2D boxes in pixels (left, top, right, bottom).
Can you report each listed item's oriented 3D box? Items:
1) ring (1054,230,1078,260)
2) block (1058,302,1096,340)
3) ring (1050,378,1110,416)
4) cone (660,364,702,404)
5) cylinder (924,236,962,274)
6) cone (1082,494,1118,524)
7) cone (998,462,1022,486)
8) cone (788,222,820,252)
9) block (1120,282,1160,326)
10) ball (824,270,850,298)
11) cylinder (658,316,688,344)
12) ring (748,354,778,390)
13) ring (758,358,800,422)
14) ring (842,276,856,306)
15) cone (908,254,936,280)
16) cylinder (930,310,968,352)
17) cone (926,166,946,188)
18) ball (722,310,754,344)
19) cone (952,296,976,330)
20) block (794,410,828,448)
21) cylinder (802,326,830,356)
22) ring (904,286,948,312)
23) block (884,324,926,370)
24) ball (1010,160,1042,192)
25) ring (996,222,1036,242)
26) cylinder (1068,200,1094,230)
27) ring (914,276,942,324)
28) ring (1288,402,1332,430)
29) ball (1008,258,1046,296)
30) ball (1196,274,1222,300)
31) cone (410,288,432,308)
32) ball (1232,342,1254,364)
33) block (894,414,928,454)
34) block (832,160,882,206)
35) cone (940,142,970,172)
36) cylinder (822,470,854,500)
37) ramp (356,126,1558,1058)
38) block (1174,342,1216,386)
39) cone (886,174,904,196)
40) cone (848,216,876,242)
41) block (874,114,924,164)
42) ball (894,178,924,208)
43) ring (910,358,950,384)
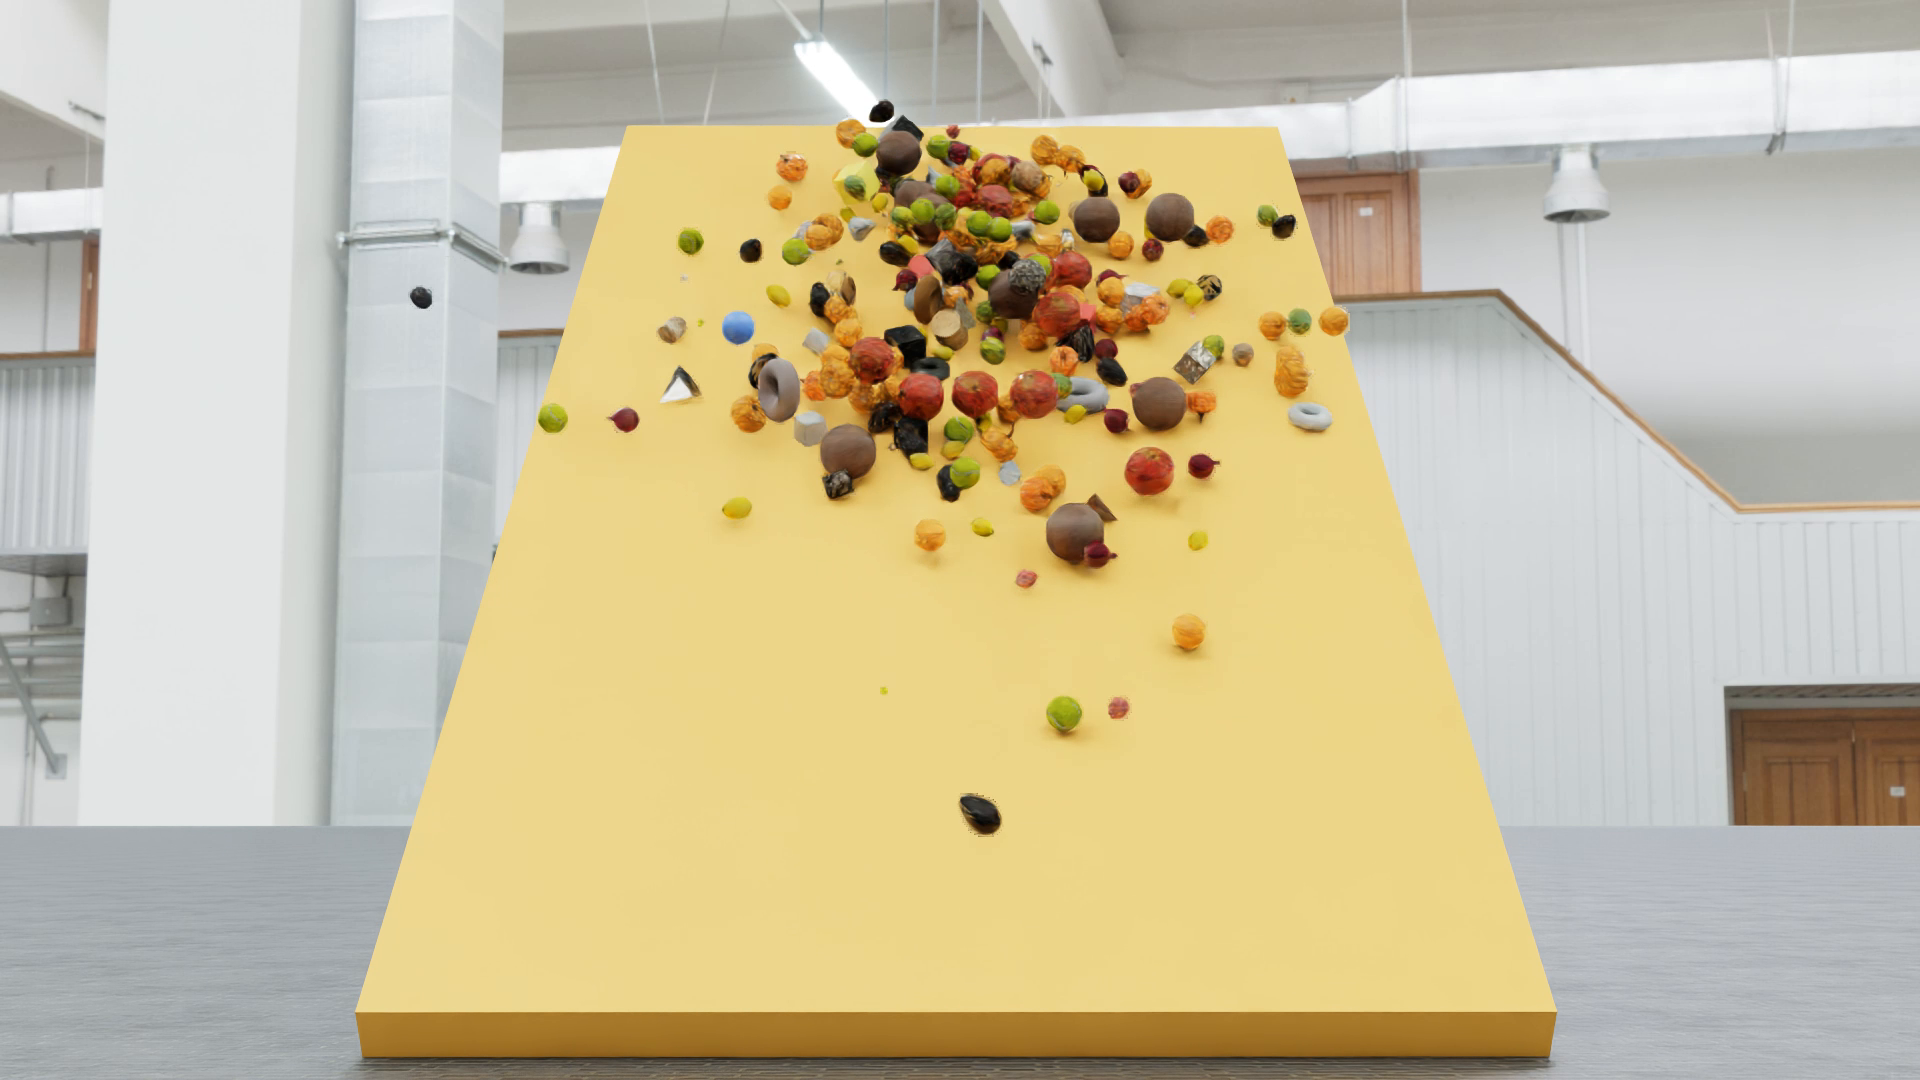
[{"bbox_3d":[0.287,-0.803,6.607,0.029,0.088,0.088,-23,4,-25],"label":"ring"},{"bbox_3d":[0.298,-0.549,6.186,0.080,0.080,0.080,8,36,12],"label":"block"},{"bbox_3d":[0.289,-0.348,5.887,0.146,0.049,0.146,1,31,-1],"label":"ring"},{"bbox_3d":[-0.694,-0.361,5.906,0.095,0.095,0.095,-39,-1,-9],"label":"cone"},{"bbox_3d":[-0.042,-0.718,6.151,0.069,0.069,0.069,-40,-9,0],"label":"cylinder"},{"bbox_3d":[0.321,-0.057,5.417,0.072,0.072,0.072,23,-13,-15],"label":"cone"},{"bbox_3d":[0.129,-0.151,5.579,0.057,0.057,0.057,-4,-4,34],"label":"cone"},{"bbox_3d":[-0.445,-0.824,6.683,0.088,0.088,0.088,-10,-11,41],"label":"cone"},{"bbox_3d":[0.466,-0.614,6.304,0.076,0.076,0.076,18,35,27],"label":"block"},{"bbox_3d":[-0.320,-0.676,6.407,0.072,0.072,0.072,0,-7,0],"label":"ball"},{"bbox_3d":[-0.730,-0.535,6.179,0.052,0.052,0.052,-5,33,40],"label":"cylinder"},{"bbox_3d":[-0.474,-0.410,5.937,0.033,0.098,0.098,36,15,33],"label":"ring"},{"bbox_3d":[-0.418,-0.346,5.606,0.050,0.150,0.150,-5,-3,-34],"label":"ring"},{"bbox_3d":[-0.289,-0.646,6.320,0.027,0.080,0.080,-3,-7,7],"label":"ring"},{"bbox_3d":[-0.098,-0.703,6.437,0.075,0.075,0.075,-1,-43,-1],"label":"cone"},{"bbox_3d":[-0.026,-0.528,6.123,0.079,0.079,0.079,-2,-24,15],"label":"cylinder"},{"bbox_3d":[-0.081,-1.057,7.018,0.062,0.062,0.062,-22,15,6],"label":"cone"},{"bbox_3d":[-0.522,-0.499,5.711,0.079,0.079,0.079,0,-7,0],"label":"ball"},{"bbox_3d":[0.001,-0.594,6.261,0.082,0.082,0.082,0,31,0],"label":"cone"},{"bbox_3d":[-0.353,-0.262,5.730,0.057,0.057,0.057,-21,37,-31],"label":"block"},{"bbox_3d":[-0.361,-0.499,6.104,0.055,0.055,0.055,30,-10,-5],"label":"cylinder"},{"bbox_3d":[-0.090,-0.633,6.360,0.118,0.039,0.118,-8,30,5],"label":"ring"},{"bbox_3d":[-0.137,-0.482,6.074,0.077,0.077,0.077,-16,38,-24],"label":"block"},{"bbox_3d":[0.187,-1.025,6.844,0.088,0.088,0.088,0,-7,0],"label":"ball"},{"bbox_3d":[0.154,-0.847,6.683,0.111,0.037,0.111,-15,-4,-1],"label":"ring"},{"bbox_3d":[0.338,-0.906,6.767,0.063,0.063,0.063,2,31,-15],"label":"cylinder"},{"bbox_3d":[-0.083,-0.619,6.251,0.043,0.128,0.128,12,-3,17],"label":"ring"},{"bbox_3d":[0.837,-0.295,5.807,0.109,0.036,0.109,6,28,-3],"label":"ring"},{"bbox_3d":[0.167,-0.653,6.039,0.093,0.093,0.093,0,-7,0],"label":"ball"},{"bbox_3d":[0.656,-0.666,6.399,0.068,0.068,0.068,0,-7,0],"label":"ball"},{"bbox_3d":[-1.473,-0.679,6.705,0.064,0.064,0.064,-2,27,14],"label":"cone"},{"bbox_3d":[0.708,-0.466,6.079,0.056,0.056,0.056,0,-7,0],"label":"ball"},{"bbox_3d":[-0.115,-0.248,5.707,0.060,0.060,0.060,17,35,26],"label":"block"},{"bbox_3d":[-0.289,-0.999,6.807,0.083,0.083,0.083,-6,-54,39],"label":"block"},{"bbox_3d":[-0.012,-1.100,7.086,0.087,0.087,0.087,-1,-37,0],"label":"cone"},{"bbox_3d":[-0.276,-0.125,5.490,0.054,0.054,0.054,-19,-3,-12],"label":"cylinder"},{"bbox_3d":[-0.014,-0.201,5.784,2.000,0.100,4.000,0,31,0],"label":"ramp"},{"bbox_3d":[0.580,-0.436,5.991,0.065,0.065,0.065,-43,-6,-45],"label":"block"},{"bbox_3d":[-0.190,-1.020,7.020,0.066,0.066,0.066,2,2,-17],"label":"cone"},{"bbox_3d":[-0.249,-0.843,6.532,0.072,0.072,0.072,-9,-11,42],"label":"cone"},{"bbox_3d":[-0.180,-1.180,7.163,0.090,0.090,0.090,40,-26,-18],"label":"block"},{"bbox_3d":[-0.145,-0.986,6.907,0.088,0.088,0.088,0,-7,0],"label":"ball"},{"bbox_3d":[-0.074,-0.420,6.018,0.102,0.034,0.102,0,31,0],"label":"ring"}]
